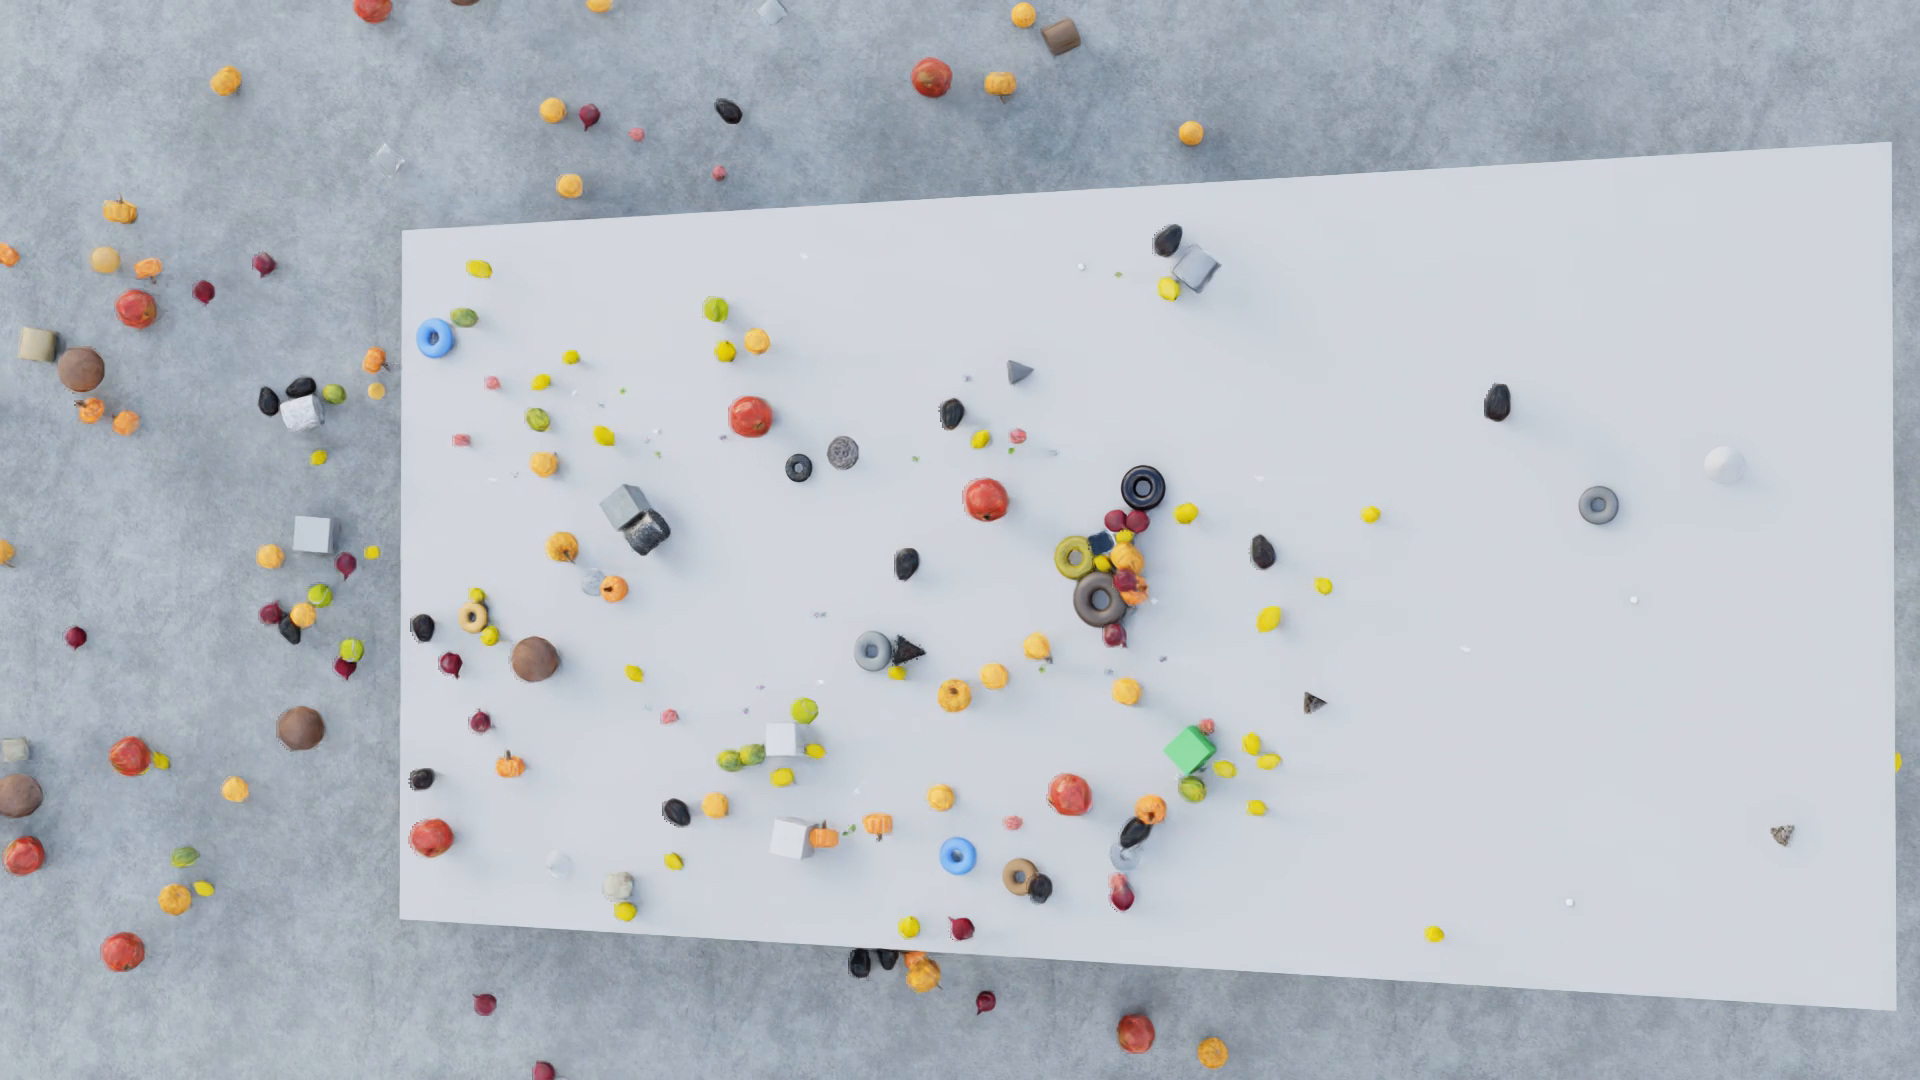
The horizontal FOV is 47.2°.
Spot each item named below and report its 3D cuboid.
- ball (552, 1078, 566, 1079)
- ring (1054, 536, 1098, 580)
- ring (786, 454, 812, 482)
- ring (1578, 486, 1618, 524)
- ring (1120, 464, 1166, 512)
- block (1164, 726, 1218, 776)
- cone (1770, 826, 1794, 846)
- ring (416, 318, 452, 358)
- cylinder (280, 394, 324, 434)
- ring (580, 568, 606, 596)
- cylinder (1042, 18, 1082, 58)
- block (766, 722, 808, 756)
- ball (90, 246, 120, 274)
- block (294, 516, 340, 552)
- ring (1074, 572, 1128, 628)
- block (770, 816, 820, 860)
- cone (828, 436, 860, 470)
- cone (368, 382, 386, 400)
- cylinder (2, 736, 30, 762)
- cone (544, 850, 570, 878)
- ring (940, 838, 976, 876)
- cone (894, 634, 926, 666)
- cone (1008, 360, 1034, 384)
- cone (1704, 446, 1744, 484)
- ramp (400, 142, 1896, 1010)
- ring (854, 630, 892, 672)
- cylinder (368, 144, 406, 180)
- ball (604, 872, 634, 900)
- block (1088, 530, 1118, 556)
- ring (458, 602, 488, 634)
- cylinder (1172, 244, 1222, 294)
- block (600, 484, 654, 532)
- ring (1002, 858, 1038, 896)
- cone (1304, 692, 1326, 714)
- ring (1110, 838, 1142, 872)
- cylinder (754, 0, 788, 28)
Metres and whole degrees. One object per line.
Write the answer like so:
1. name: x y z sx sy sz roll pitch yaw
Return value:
1. ball: -1.170 1.612 6.419 0.085 0.085 0.085 0 89 0
2. ring: 0.300 0.046 5.692 0.117 0.039 0.117 0 89 21
3. ring: -0.437 -0.195 5.960 0.079 0.026 0.079 -1 88 20
4. ring: 1.529 -0.083 5.265 0.094 0.031 0.094 0 90 21
5. ring: 0.469 -0.133 5.634 0.119 0.040 0.119 -1 88 20
6. block: 0.582 0.531 5.560 0.087 0.087 0.087 -46 76 13
7. cone: 1.926 0.678 5.120 0.051 0.051 0.051 -29 89 -18
8. ring: -1.515 -0.582 6.338 0.116 0.039 0.116 0 91 20
9. cylinder: -1.924 -0.369 6.441 0.094 0.094 0.094 -17 89 0
10. ring: -1.027 0.120 6.163 0.078 0.026 0.078 0 90 19
11. cylinder: 0.299 -1.476 6.459 0.088 0.088 0.088 -26 89 0
12. block: -0.467 0.535 5.929 0.086 0.086 0.086 -1 89 19
13. ball: -2.507 -0.822 6.454 0.081 0.081 0.081 0 89 0
14. block: -1.883 -0.016 6.433 0.100 0.100 0.100 4 89 0
15. ring: 0.362 0.154 5.662 0.148 0.049 0.148 1 93 19
16. block: -0.445 0.801 5.915 0.092 0.092 0.092 11 93 19
17. cone: -0.331 -0.235 5.888 0.093 0.093 0.093 0 89 19
18. cone: -1.721 -0.440 6.464 0.050 0.050 0.050 0 89 0
19. cylinder: -2.765 0.613 6.439 0.069 0.069 0.069 -5 91 0
20. cone: -1.146 0.915 6.167 0.078 0.078 0.078 0 89 19
21. ring: -0.006 0.834 5.791 0.102 0.034 0.102 0 90 21
22. cone: -0.129 0.296 5.839 0.085 0.085 0.085 7 89 -7
23. cone: 0.163 -0.443 5.751 0.067 0.067 0.067 -8 89 -8
24. cone: 1.788 -0.177 5.145 0.089 0.089 0.089 0 89 19
25. ramp: 0.279 0.091 5.771 4.000 0.100 2.000 0 89 19
26. ring: -0.233 0.297 5.877 0.109 0.036 0.109 -1 88 19
27. cylinder: -1.684 -1.113 6.459 0.076 0.076 0.076 37 91 0
28. ball: -0.946 0.959 6.094 0.081 0.081 0.081 0 89 0
29. block: 0.368 0.008 5.661 0.052 0.052 0.052 -23 82 18
30. ring: -1.392 0.221 6.288 0.094 0.031 0.094 0 91 19
31. cylinder: 0.600 -0.687 5.568 0.092 0.092 0.092 39 102 0
32. block: -0.923 -0.088 6.095 0.091 0.091 0.091 -37 78 15
33. ring: 0.157 0.877 5.733 0.098 0.033 0.098 0 91 19
34. cone: 0.891 0.405 5.487 0.053 0.053 0.053 0 89 -7
35. ring: 0.425 0.809 5.643 0.087 0.029 0.087 0 90 18
36. cylinder: -0.555 -1.554 6.470 0.068 0.068 0.068 -43 89 -1
